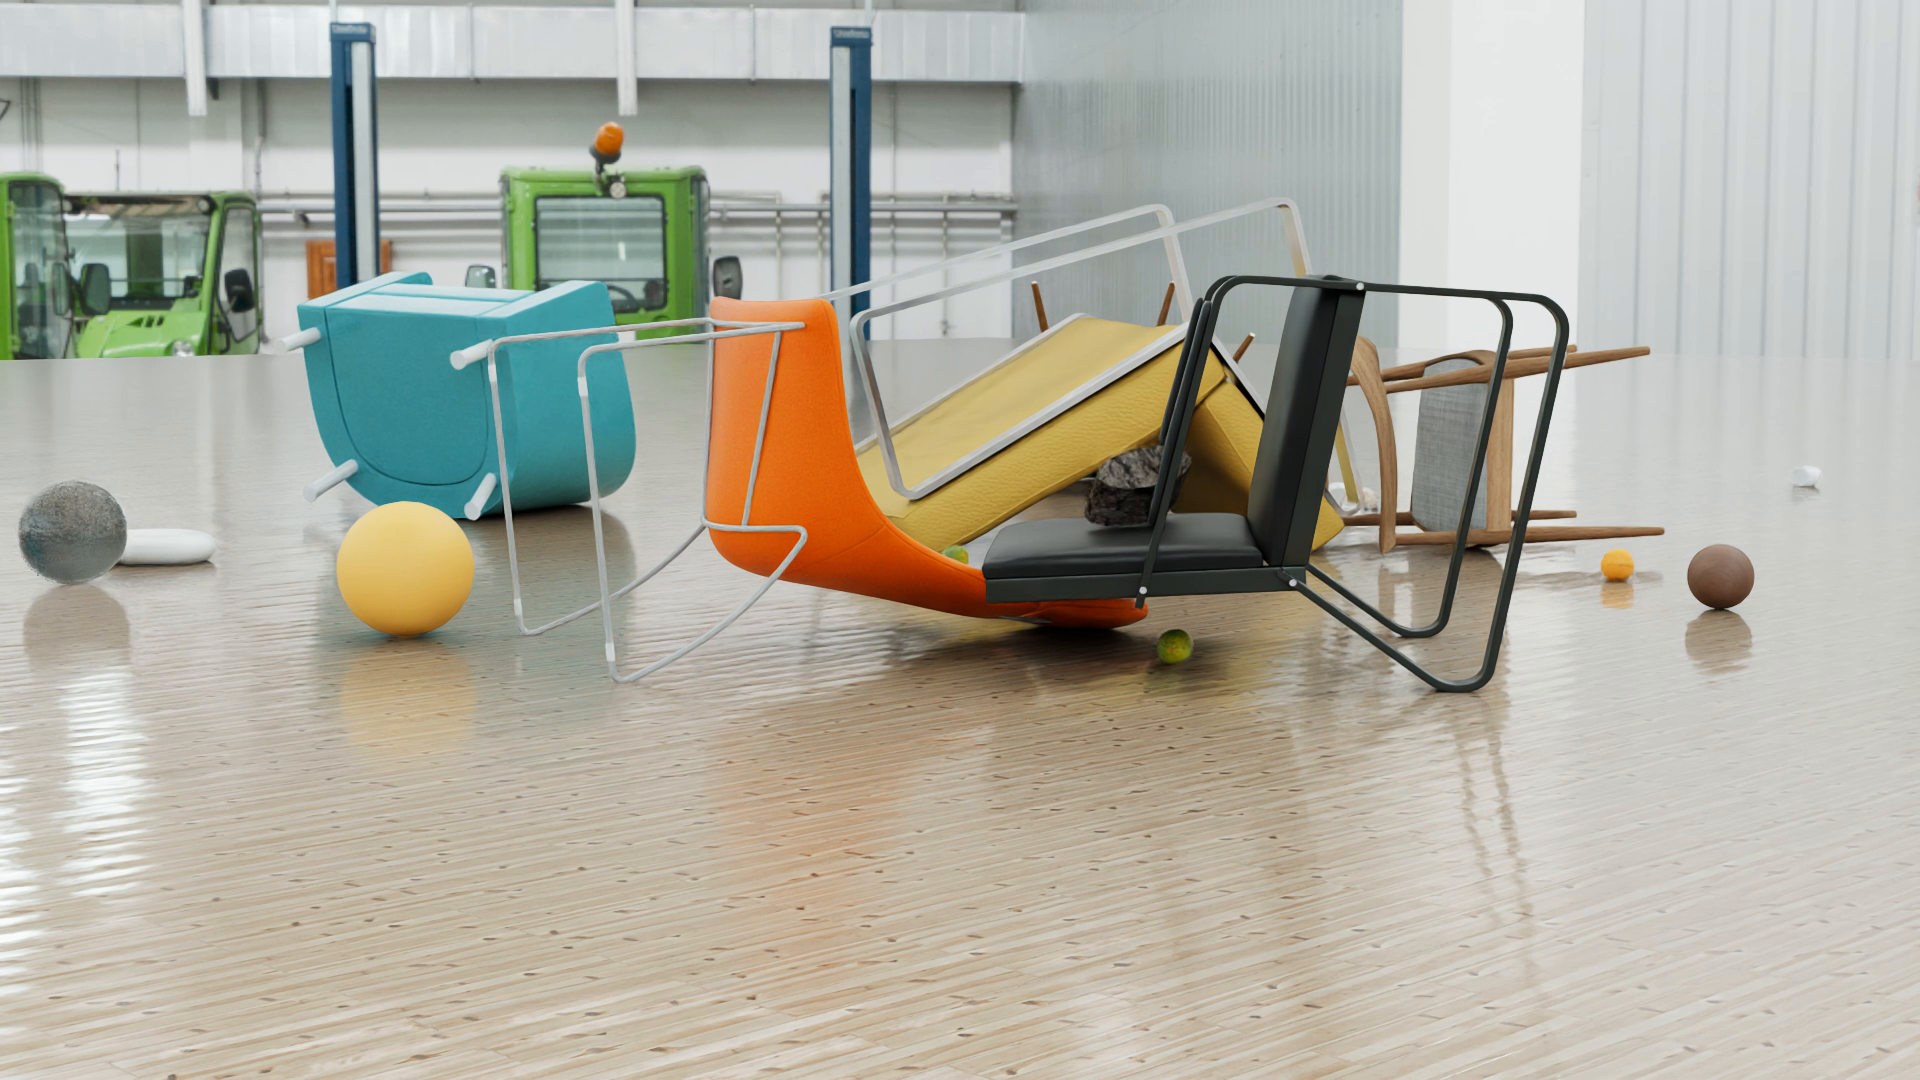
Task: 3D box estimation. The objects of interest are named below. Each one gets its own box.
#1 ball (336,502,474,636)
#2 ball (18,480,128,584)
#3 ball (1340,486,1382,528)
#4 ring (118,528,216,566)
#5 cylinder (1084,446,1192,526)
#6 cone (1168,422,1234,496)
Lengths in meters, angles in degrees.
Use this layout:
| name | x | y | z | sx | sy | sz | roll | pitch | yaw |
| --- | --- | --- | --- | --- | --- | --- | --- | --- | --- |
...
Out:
| name | x | y | z | sx | sy | sz | roll | pitch | yaw |
| --- | --- | --- | --- | --- | --- | --- | --- | --- | --- |
| ball | -1.014 | 0.053 | 4.694 | 0.248 | 0.248 | 0.248 | 0 | 6 | 0 |
| ball | -1.899 | -0.017 | 5.491 | 0.223 | 0.223 | 0.223 | 0 | 6 | 0 |
| ball | 1.048 | -0.085 | 6.703 | 0.109 | 0.109 | 0.109 | 0 | 6 | 0 |
| ring | -1.854 | 0.016 | 5.939 | 0.258 | 0.067 | 0.256 | 1 | 7 | 3 |
| cylinder | 0.303 | -0.091 | 4.383 | 0.170 | 0.076 | 0.130 | -12 | -26 | -15 |
| cone | 0.628 | -0.184 | 7.665 | 0.311 | 0.264 | 0.130 | -27 | -13 | -29 |
